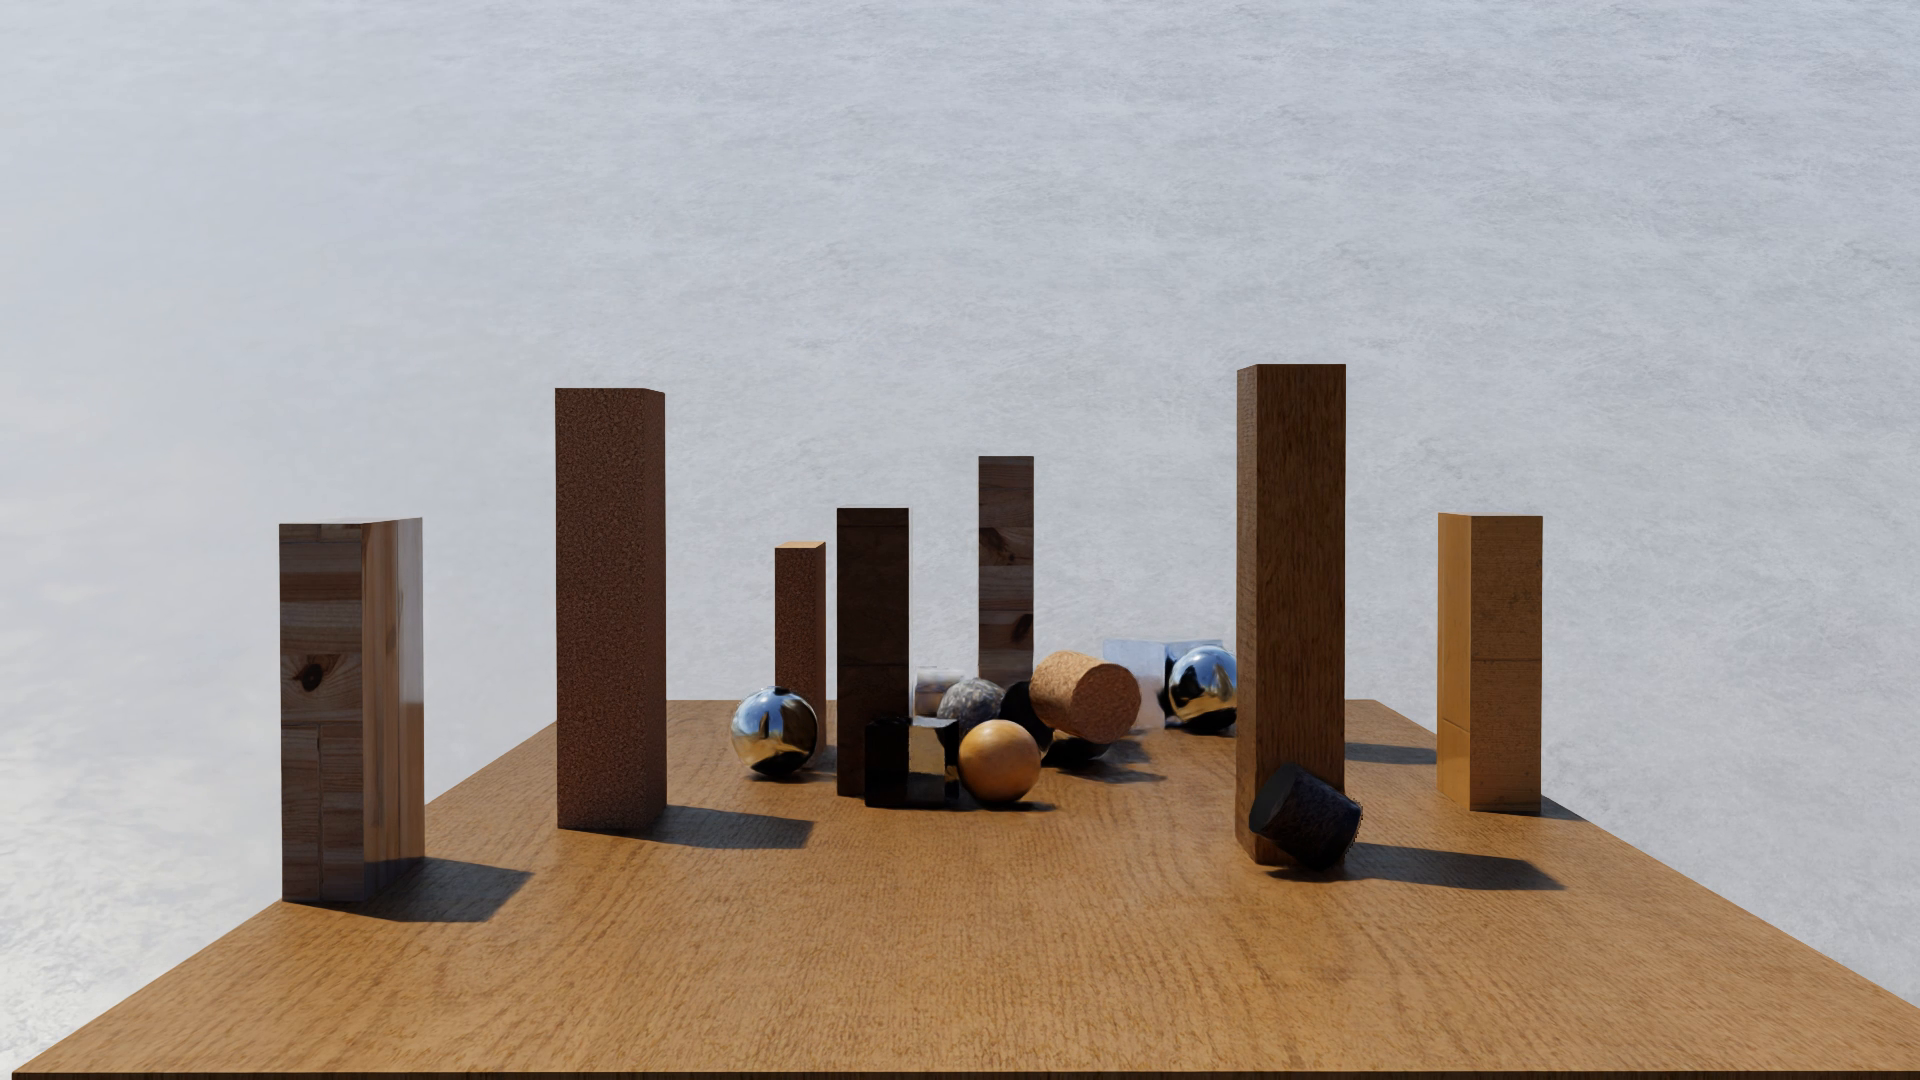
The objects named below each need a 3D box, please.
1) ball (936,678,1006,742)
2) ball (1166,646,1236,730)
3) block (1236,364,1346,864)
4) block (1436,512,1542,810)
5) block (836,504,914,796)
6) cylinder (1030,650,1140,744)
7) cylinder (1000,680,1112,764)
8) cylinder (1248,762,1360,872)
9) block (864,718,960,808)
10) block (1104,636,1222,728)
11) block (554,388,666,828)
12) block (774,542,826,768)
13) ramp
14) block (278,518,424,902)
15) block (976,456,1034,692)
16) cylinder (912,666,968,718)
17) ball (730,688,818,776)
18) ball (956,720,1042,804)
[{"bbox_3d":[0.033,0.363,5.276,0.160,0.160,0.160,0,25,0],"label":"ball"},{"bbox_3d":[0.559,0.333,5.789,0.191,0.191,0.191,0,25,0],"label":"ball"},{"bbox_3d":[0.510,0.108,3.994,0.133,0.750,0.275,0,2,0],"label":"block"},{"bbox_3d":[0.943,0.209,4.606,0.124,0.511,0.306,0,2,0],"label":"block"},{"bbox_3d":[-0.157,0.196,4.861,0.131,0.522,0.413,0,2,0],"label":"block"},{"bbox_3d":[0.242,0.304,5.011,0.157,0.157,0.157,-13,13,-26],"label":"cylinder"},{"bbox_3d":[0.197,0.363,5.198,0.167,0.167,0.167,-1,21,-40],"label":"cylinder"},{"bbox_3d":[0.507,0.408,3.798,0.117,0.117,0.117,32,23,-11],"label":"cylinder"},{"bbox_3d":[-0.084,0.395,4.577,0.143,0.143,0.143,0,2,11],"label":"block"},{"bbox_3d":[0.469,0.326,5.968,0.194,0.194,0.194,-2,2,-43],"label":"block"},{"bbox_3d":[-0.592,0.109,4.395,0.147,0.726,0.305,0,2,0],"label":"block"},{"bbox_3d":[-0.326,0.227,5.296,0.080,0.435,0.415,0,2,0],"label":"block"},{"bbox_3d":[0.057,0.516,4.556,2.000,0.100,4.000,0,2,0],"label":"ramp"},{"bbox_3d":[-0.877,0.231,3.744,0.113,0.520,0.406,0,2,0],"label":"block"},{"bbox_3d":[0.095,0.128,5.556,0.115,0.616,0.415,0,2,0],"label":"block"},{"bbox_3d":[-0.046,0.361,6.100,0.114,0.114,0.114,-8,23,15],"label":"cylinder"},{"bbox_3d":[-0.357,0.370,4.966,0.169,0.169,0.169,0,25,0],"label":"ball"},{"bbox_3d":[0.068,0.391,4.544,0.151,0.151,0.151,0,25,0],"label":"ball"}]
